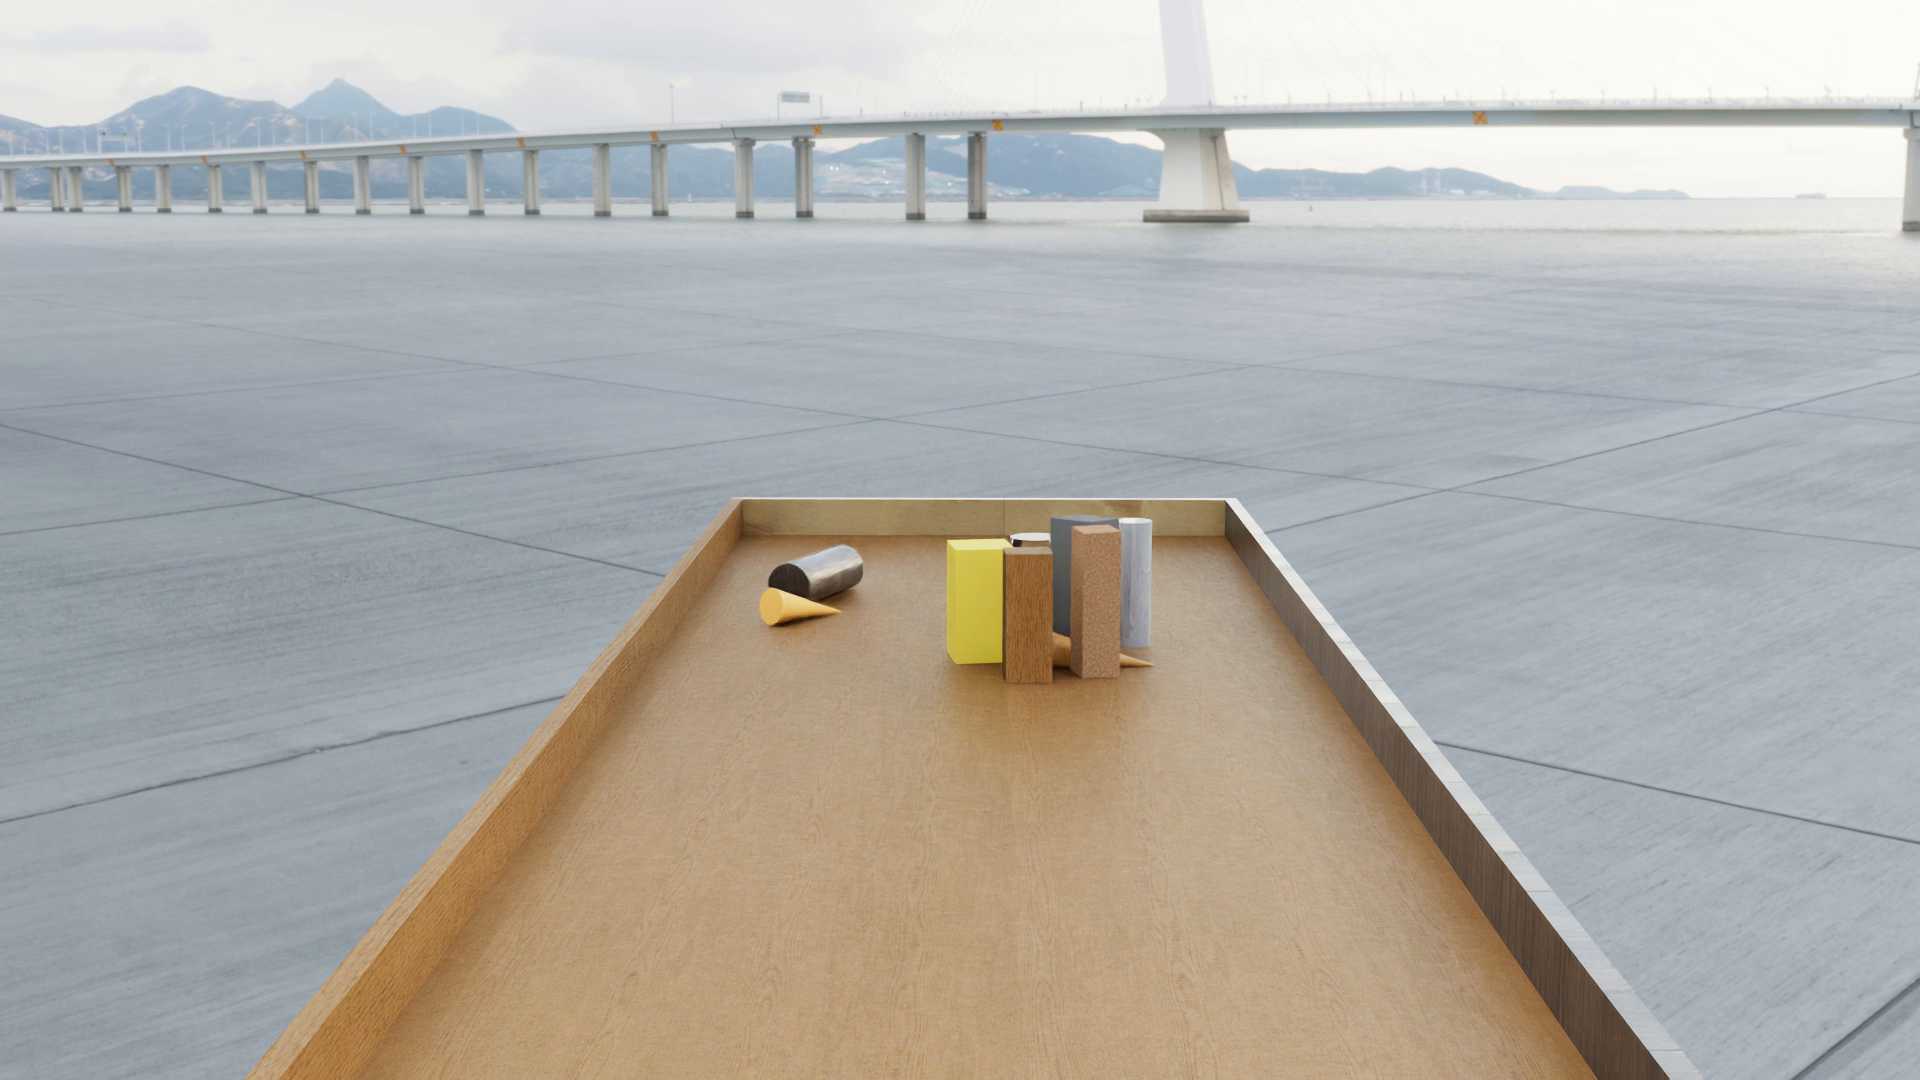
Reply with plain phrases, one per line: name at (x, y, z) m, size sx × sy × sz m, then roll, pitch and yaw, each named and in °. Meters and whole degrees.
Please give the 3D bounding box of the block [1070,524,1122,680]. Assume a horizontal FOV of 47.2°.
block at (0.398, 0.181, 6.467) m, size 0.115 × 0.433 × 0.115 m, roll -3°, pitch 11°, yaw -15°

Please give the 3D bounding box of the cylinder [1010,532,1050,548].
cylinder at (0.238, 0.155, 6.954) m, size 0.160 × 0.336 × 0.160 m, roll 0°, pitch 9°, yaw 0°

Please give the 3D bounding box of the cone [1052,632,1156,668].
cone at (0.377, 0.346, 6.593) m, size 0.450 × 0.148 × 0.148 m, roll 9°, pitch 8°, yaw -6°

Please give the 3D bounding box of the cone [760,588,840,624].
cone at (-0.508, 0.232, 7.353) m, size 0.316 × 0.122 × 0.122 m, roll 7°, pitch 2°, yaw -44°

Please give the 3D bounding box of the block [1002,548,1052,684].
block at (0.196, 0.219, 6.413) m, size 0.135 × 0.379 × 0.135 m, roll -1°, pitch 8°, yaw -3°

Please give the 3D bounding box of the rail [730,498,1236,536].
rail at (0.099, -0.098, 9.147) m, size 2.100 × 0.150 × 0.050 m, roll 0°, pitch 9°, yaw 1°

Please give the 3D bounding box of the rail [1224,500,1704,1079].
rail at (1.046, 0.843, 3.208) m, size 0.050 × 0.150 × 12.000 m, roll 0°, pitch 9°, yaw 1°

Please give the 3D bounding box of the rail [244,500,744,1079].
rail at (-1.004, 0.839, 3.234) m, size 0.050 × 0.150 × 12.000 m, roll 0°, pitch 9°, yaw 1°

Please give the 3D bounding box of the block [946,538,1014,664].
block at (0.062, 0.185, 6.718) m, size 0.180 × 0.349 × 0.180 m, roll -1°, pitch 10°, yaw -9°

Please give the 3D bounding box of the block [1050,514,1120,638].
block at (0.376, 0.145, 6.710) m, size 0.150 × 0.428 × 0.150 m, roll 7°, pitch 9°, yaw 38°

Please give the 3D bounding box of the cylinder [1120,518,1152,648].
cylinder at (0.544, 0.134, 6.910) m, size 0.114 × 0.393 × 0.114 m, roll 0°, pitch 9°, yaw 0°

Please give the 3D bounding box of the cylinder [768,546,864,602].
cylinder at (-0.500, 0.129, 7.692) m, size 0.159 × 0.159 × 0.443 m, roll 4°, pitch 10°, yaw 22°
